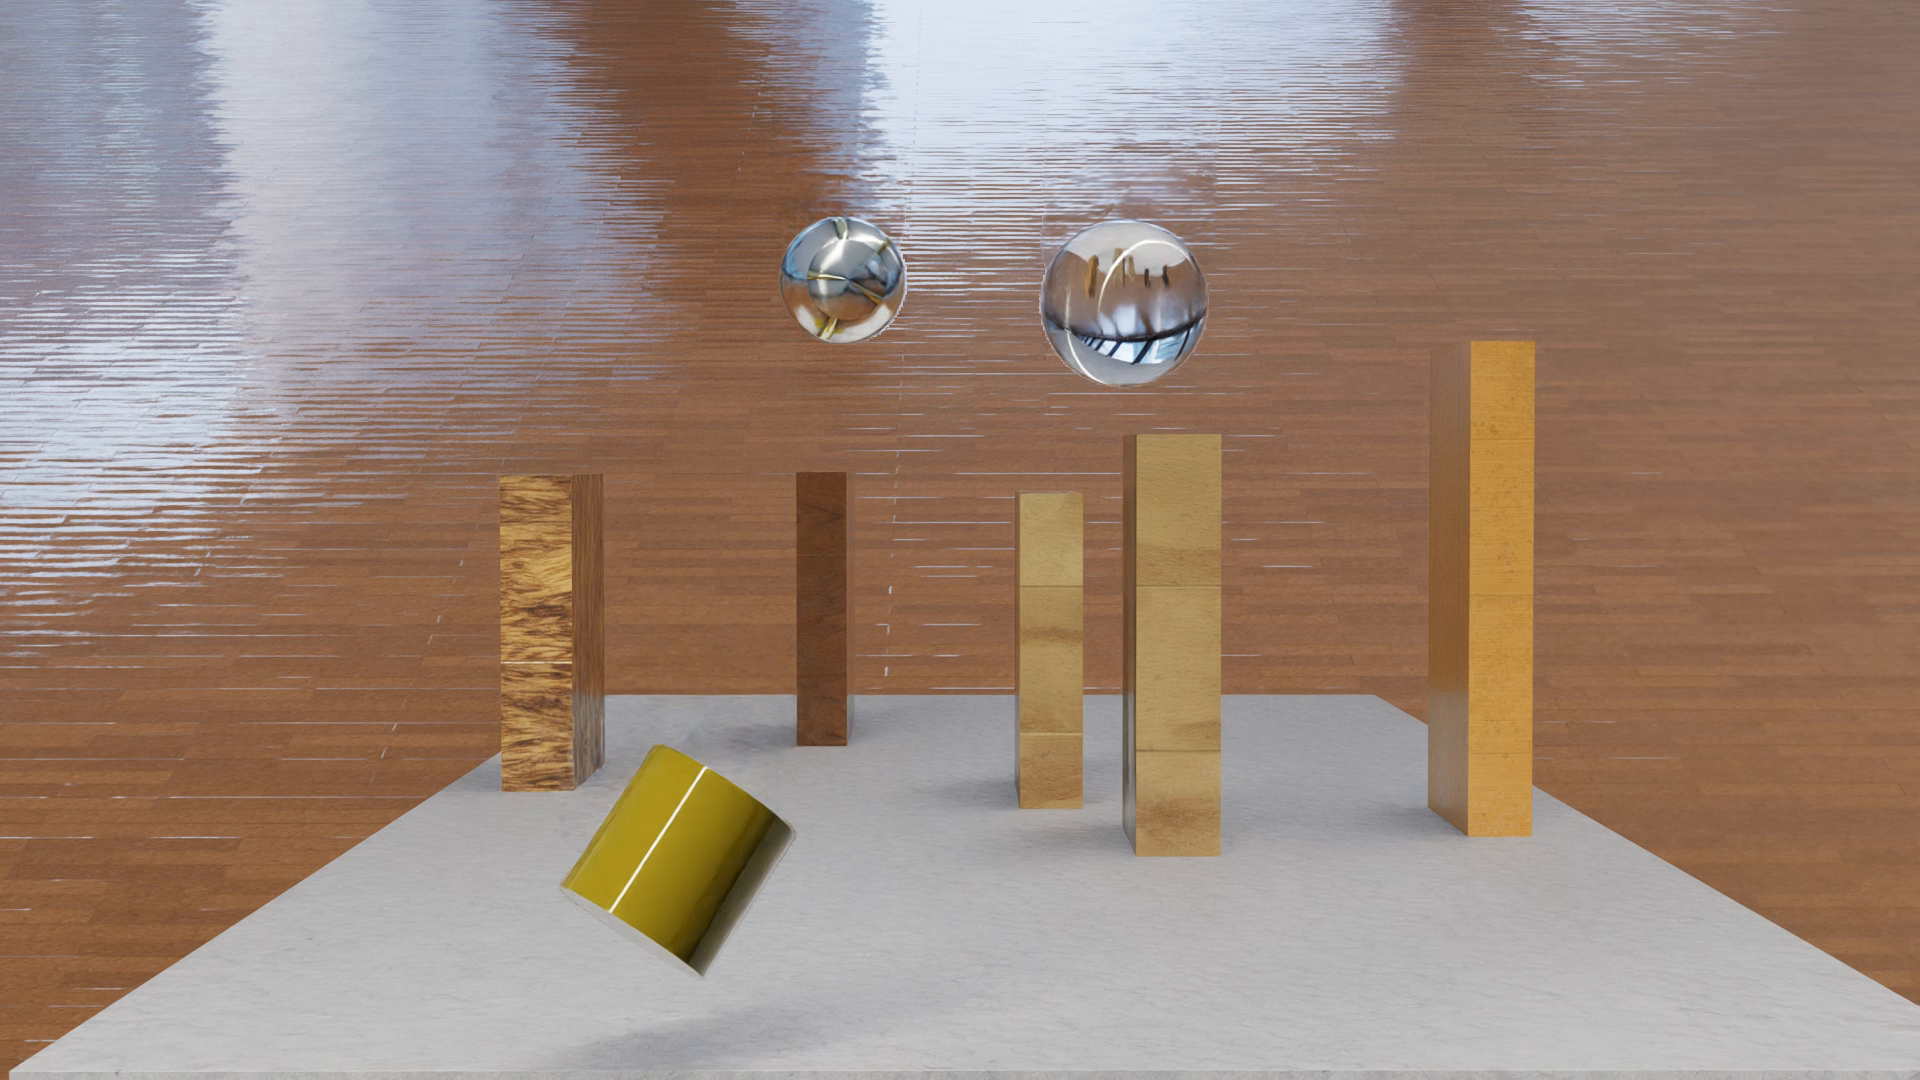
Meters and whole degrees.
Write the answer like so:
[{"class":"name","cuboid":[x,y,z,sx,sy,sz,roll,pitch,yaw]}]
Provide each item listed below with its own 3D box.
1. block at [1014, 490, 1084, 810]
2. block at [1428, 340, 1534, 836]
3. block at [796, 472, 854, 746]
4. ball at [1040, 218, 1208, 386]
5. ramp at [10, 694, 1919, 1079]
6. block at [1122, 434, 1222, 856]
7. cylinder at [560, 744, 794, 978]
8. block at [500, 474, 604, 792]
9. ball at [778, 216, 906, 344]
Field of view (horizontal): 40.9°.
[{"class":"block","cuboid":[0.157,0.186,4.619,0.108,0.542,0.387,0,2,0]},{"class":"block","cuboid":[0.860,0.073,4.270,0.102,0.789,0.350,0,2,0]},{"class":"block","cuboid":[-0.289,0.138,5.592,0.105,0.573,0.417,0,2,0]},{"class":"ball","cuboid":[0.152,-0.220,2.382,0.154,0.154,0.154,0,25,0]},{"class":"ramp","cuboid":[0.056,0.509,4.552,2.000,0.100,4.000,0,2,0]},{"class":"block","cuboid":[0.331,0.155,4.061,0.128,0.640,0.327,0,2,0]},{"class":"cylinder","cuboid":[-0.283,0.322,2.584,0.169,0.169,0.169,21,71,38]},{"class":"block","cuboid":[-0.766,0.163,4.871,0.129,0.573,0.423,0,2,0]},{"class":"ball","cuboid":[-0.111,-0.244,2.418,0.119,0.119,0.119,0,25,0]}]
